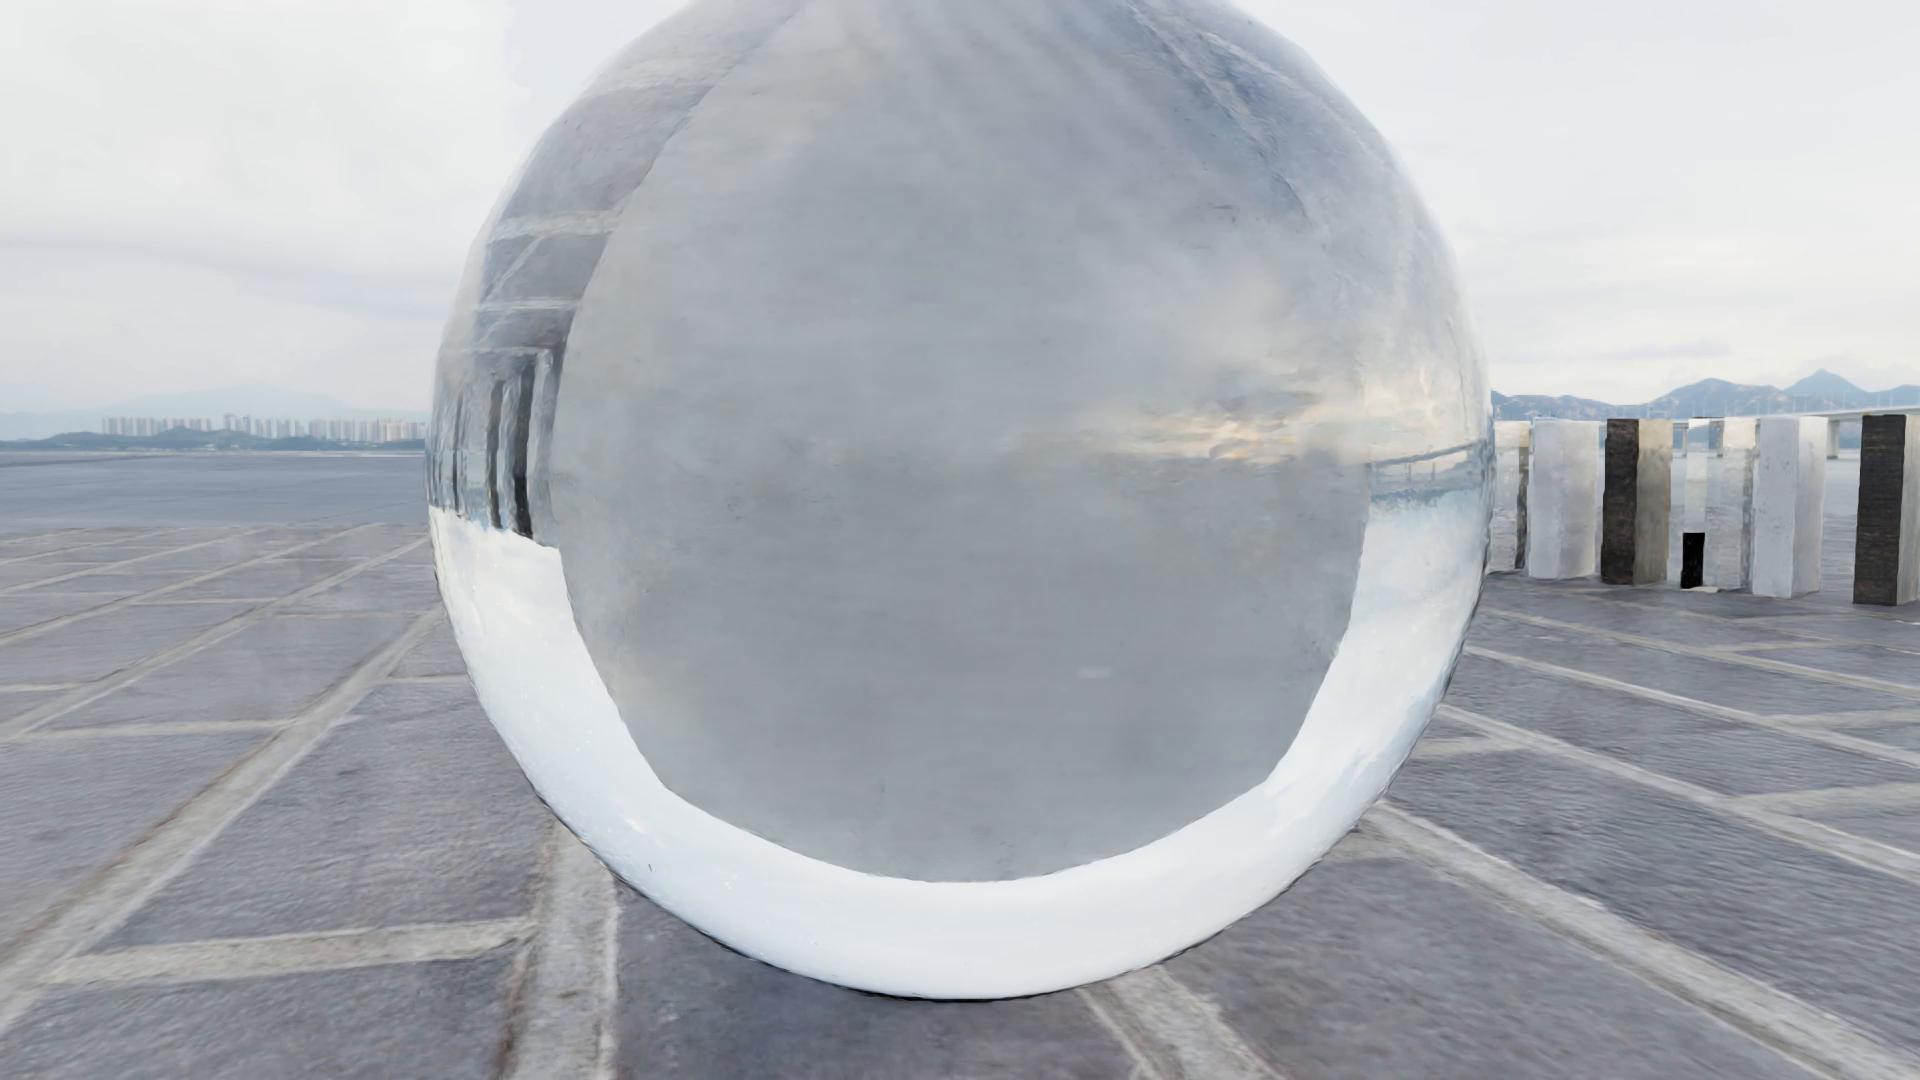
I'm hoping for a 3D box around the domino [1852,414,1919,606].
[{"bbox_3d":[0.251,-0.008,0.346,0.025,0.050,0.009,-4,6,-43],"label":"domino"}]

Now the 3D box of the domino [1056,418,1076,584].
[{"bbox_3d":[0.023,-0.012,0.395,0.025,0.050,0.009,1,4,9],"label":"domino"}]

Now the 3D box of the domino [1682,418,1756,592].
[{"bbox_3d":[0.223,-0.011,0.377,0.025,0.050,0.010,-4,6,-40],"label":"domino"}]

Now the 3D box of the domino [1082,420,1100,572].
[{"bbox_3d":[0.034,-0.015,0.435,0.025,0.050,0.009,4,6,41],"label":"domino"}]

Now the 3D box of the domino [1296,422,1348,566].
[{"bbox_3d":[0.122,-0.016,0.451,0.025,0.050,0.009,2,5,22],"label":"domino"}]

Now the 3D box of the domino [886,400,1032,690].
[{"bbox_3d":[0.000,0.001,0.225,0.025,0.050,0.009,0,4,-1],"label":"domino"}]

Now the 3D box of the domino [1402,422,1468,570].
[{"bbox_3d":[0.165,-0.016,0.445,0.025,0.050,0.009,-4,6,-43],"label":"domino"}]

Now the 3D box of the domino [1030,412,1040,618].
[{"bbox_3d":[0.007,-0.006,0.317,0.025,0.050,0.009,1,4,11],"label":"domino"}]

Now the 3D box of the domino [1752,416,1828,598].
[{"bbox_3d":[0.235,-0.010,0.363,0.025,0.050,0.009,-4,6,-41],"label":"domino"}]

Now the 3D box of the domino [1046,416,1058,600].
[{"bbox_3d":[0.014,-0.009,0.354,0.025,0.050,0.009,1,4,12],"label":"domino"}]

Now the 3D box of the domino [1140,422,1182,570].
[{"bbox_3d":[0.070,-0.016,0.447,0.009,0.050,0.025,0,4,-3],"label":"domino"}]

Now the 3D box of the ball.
[{"bbox_3d":[0.000,-0.005,0.103,0.080,0.080,0.080,0,4,0],"label":"ball"}]

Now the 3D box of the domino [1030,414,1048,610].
[{"bbox_3d":[0.010,-0.008,0.334,0.025,0.050,0.010,1,4,11],"label":"domino"}]

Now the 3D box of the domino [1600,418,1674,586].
[{"bbox_3d":[0.208,-0.012,0.394,0.025,0.050,0.009,-4,6,-40],"label":"domino"}]

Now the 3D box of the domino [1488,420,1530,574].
[{"bbox_3d":[0.179,-0.015,0.429,0.025,0.050,0.009,-4,6,-41],"label":"domino"}]

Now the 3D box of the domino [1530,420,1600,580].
[{"bbox_3d":[0.194,-0.013,0.411,0.025,0.050,0.010,-4,6,-40],"label":"domino"}]

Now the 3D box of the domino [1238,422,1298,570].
[{"bbox_3d":[0.106,-0.016,0.442,0.009,0.050,0.025,-1,4,-12],"label":"domino"}]

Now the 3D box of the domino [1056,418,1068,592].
[{"bbox_3d":[0.019,-0.011,0.375,0.025,0.050,0.009,1,4,13],"label":"domino"}]

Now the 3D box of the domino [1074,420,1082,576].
[{"bbox_3d":[0.027,-0.014,0.417,0.025,0.050,0.009,1,4,13],"label":"domino"}]

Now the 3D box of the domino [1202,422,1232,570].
[{"bbox_3d":[0.089,-0.016,0.445,0.009,0.050,0.025,1,4,11],"label":"domino"}]

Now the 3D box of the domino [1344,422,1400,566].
[{"bbox_3d":[0.148,-0.017,0.461,0.009,0.050,0.025,4,6,41],"label":"domino"}]

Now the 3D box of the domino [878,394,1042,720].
[{"bbox_3d":[0.000,0.002,0.201,0.025,0.050,0.009,0,4,0],"label":"domino"}]

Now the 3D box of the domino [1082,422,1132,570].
[{"bbox_3d":[0.050,-0.016,0.444,0.009,0.050,0.025,-1,4,-15],"label":"domino"}]
